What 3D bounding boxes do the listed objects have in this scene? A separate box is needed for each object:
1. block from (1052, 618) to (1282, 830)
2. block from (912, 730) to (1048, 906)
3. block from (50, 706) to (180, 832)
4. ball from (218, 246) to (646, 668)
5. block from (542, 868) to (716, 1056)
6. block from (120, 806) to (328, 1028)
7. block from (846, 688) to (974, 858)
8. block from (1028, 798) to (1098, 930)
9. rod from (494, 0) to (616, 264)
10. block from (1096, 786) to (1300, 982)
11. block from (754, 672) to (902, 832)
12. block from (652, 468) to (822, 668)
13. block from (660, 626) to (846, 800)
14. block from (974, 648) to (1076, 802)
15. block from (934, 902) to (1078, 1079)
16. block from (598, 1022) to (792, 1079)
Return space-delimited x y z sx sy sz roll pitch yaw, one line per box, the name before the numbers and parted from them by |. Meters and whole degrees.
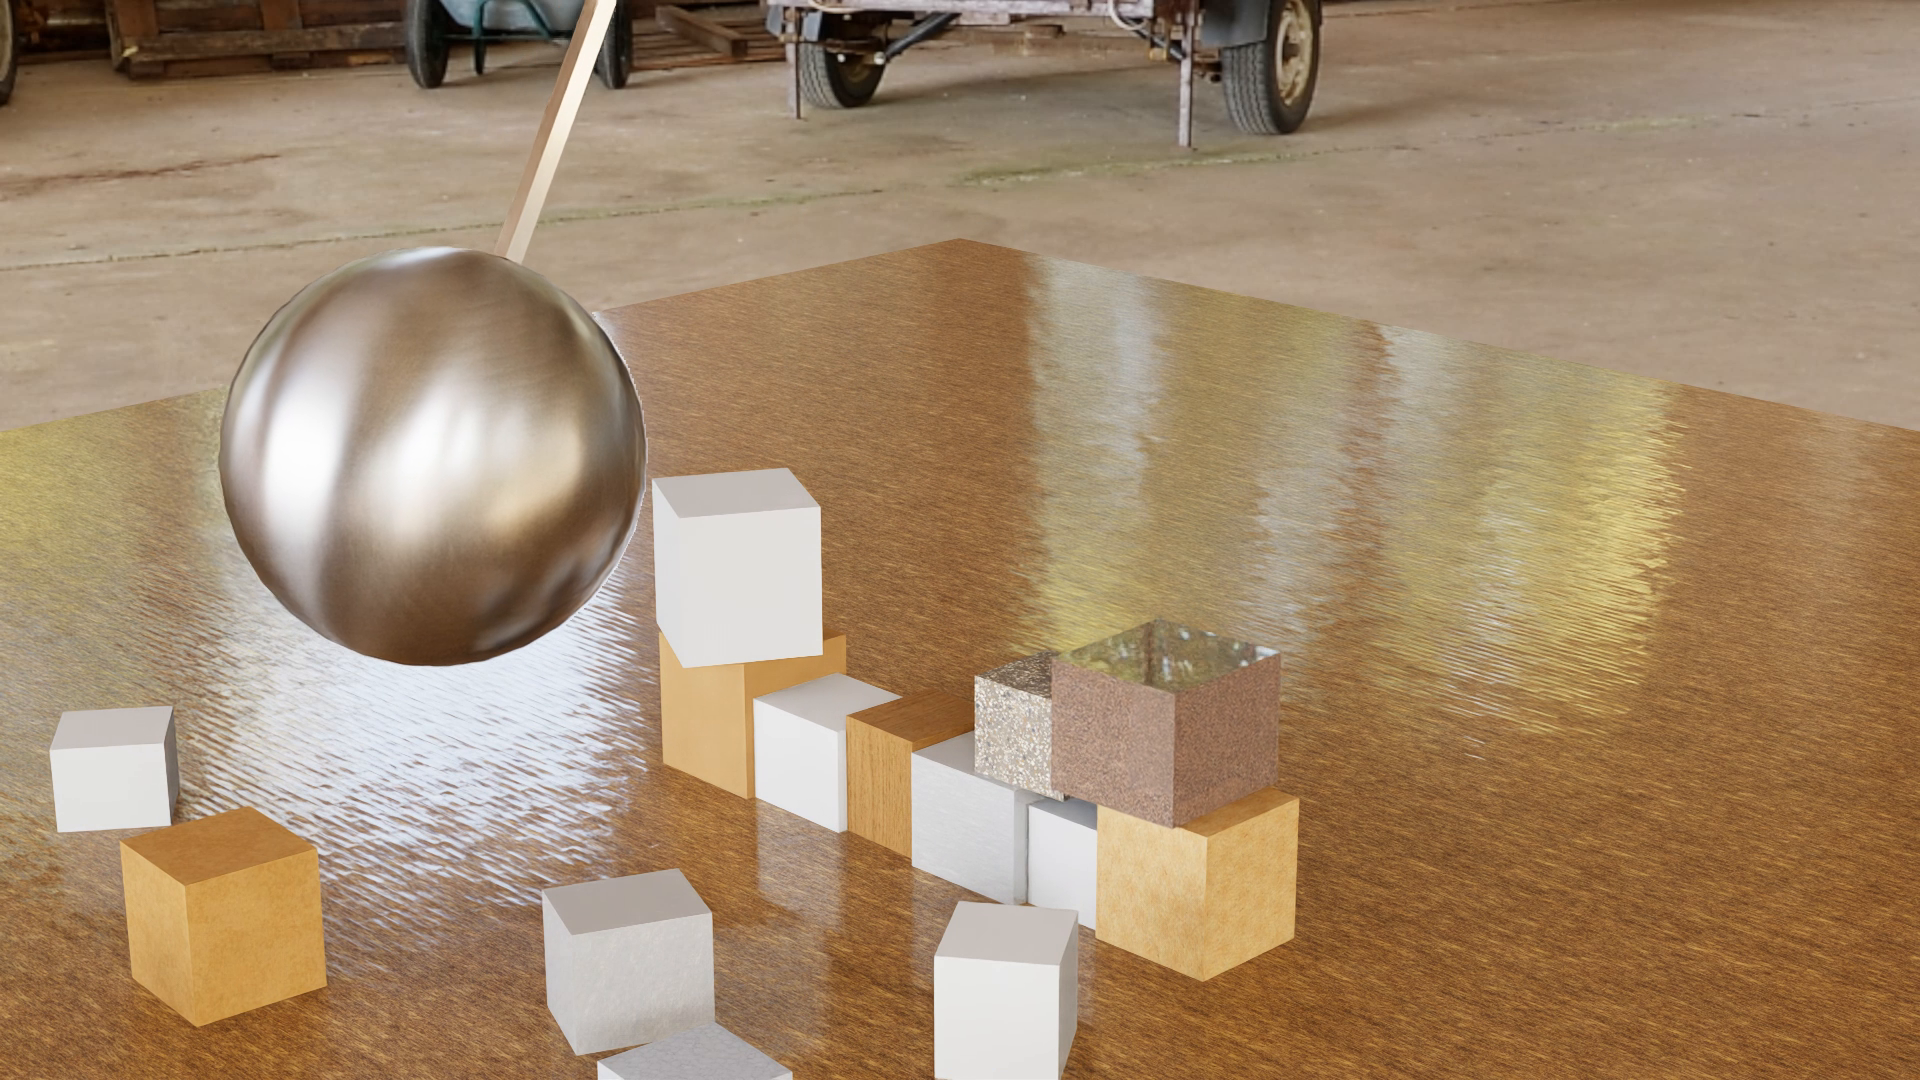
block | 0.888 0.780 12.658 0.674 0.601 0.726 15 23 41
block | 0.234 1.240 13.465 0.639 0.560 0.652 -17 24 -42
block | -4.070 1.100 14.144 0.522 0.420 0.512 -3 18 -9
ball | -1.995 -0.317 11.151 1.600 1.600 1.600 0 17 0
block | -1.357 1.718 11.996 0.581 0.528 0.476 -7 19 -21
block | -3.090 1.568 12.307 0.594 0.629 0.603 -14 22 -38
block | -0.179 1.099 13.876 0.539 0.582 0.467 -15 23 -40
block | 0.653 1.395 13.120 0.531 0.471 0.454 -17 24 -42
rod | -0.865 -3.519 11.330 0.080 5.200 0.080 17 -4 42
block | 1.026 1.424 12.713 0.611 0.661 0.616 -17 24 -42
block | -0.593 1.023 14.235 0.541 0.512 0.619 -16 23 -41
block | -1.094 0.127 14.361 0.686 0.751 0.702 -5 18 -15
block | -1.030 0.794 14.654 0.652 0.698 0.663 -16 23 -41
block | 0.428 0.821 13.105 0.527 0.456 0.495 16 23 41
block | 0.189 1.810 11.704 0.491 0.529 0.522 3 18 10
block | -0.956 2.146 10.637 0.505 0.527 0.503 -13 22 -36
